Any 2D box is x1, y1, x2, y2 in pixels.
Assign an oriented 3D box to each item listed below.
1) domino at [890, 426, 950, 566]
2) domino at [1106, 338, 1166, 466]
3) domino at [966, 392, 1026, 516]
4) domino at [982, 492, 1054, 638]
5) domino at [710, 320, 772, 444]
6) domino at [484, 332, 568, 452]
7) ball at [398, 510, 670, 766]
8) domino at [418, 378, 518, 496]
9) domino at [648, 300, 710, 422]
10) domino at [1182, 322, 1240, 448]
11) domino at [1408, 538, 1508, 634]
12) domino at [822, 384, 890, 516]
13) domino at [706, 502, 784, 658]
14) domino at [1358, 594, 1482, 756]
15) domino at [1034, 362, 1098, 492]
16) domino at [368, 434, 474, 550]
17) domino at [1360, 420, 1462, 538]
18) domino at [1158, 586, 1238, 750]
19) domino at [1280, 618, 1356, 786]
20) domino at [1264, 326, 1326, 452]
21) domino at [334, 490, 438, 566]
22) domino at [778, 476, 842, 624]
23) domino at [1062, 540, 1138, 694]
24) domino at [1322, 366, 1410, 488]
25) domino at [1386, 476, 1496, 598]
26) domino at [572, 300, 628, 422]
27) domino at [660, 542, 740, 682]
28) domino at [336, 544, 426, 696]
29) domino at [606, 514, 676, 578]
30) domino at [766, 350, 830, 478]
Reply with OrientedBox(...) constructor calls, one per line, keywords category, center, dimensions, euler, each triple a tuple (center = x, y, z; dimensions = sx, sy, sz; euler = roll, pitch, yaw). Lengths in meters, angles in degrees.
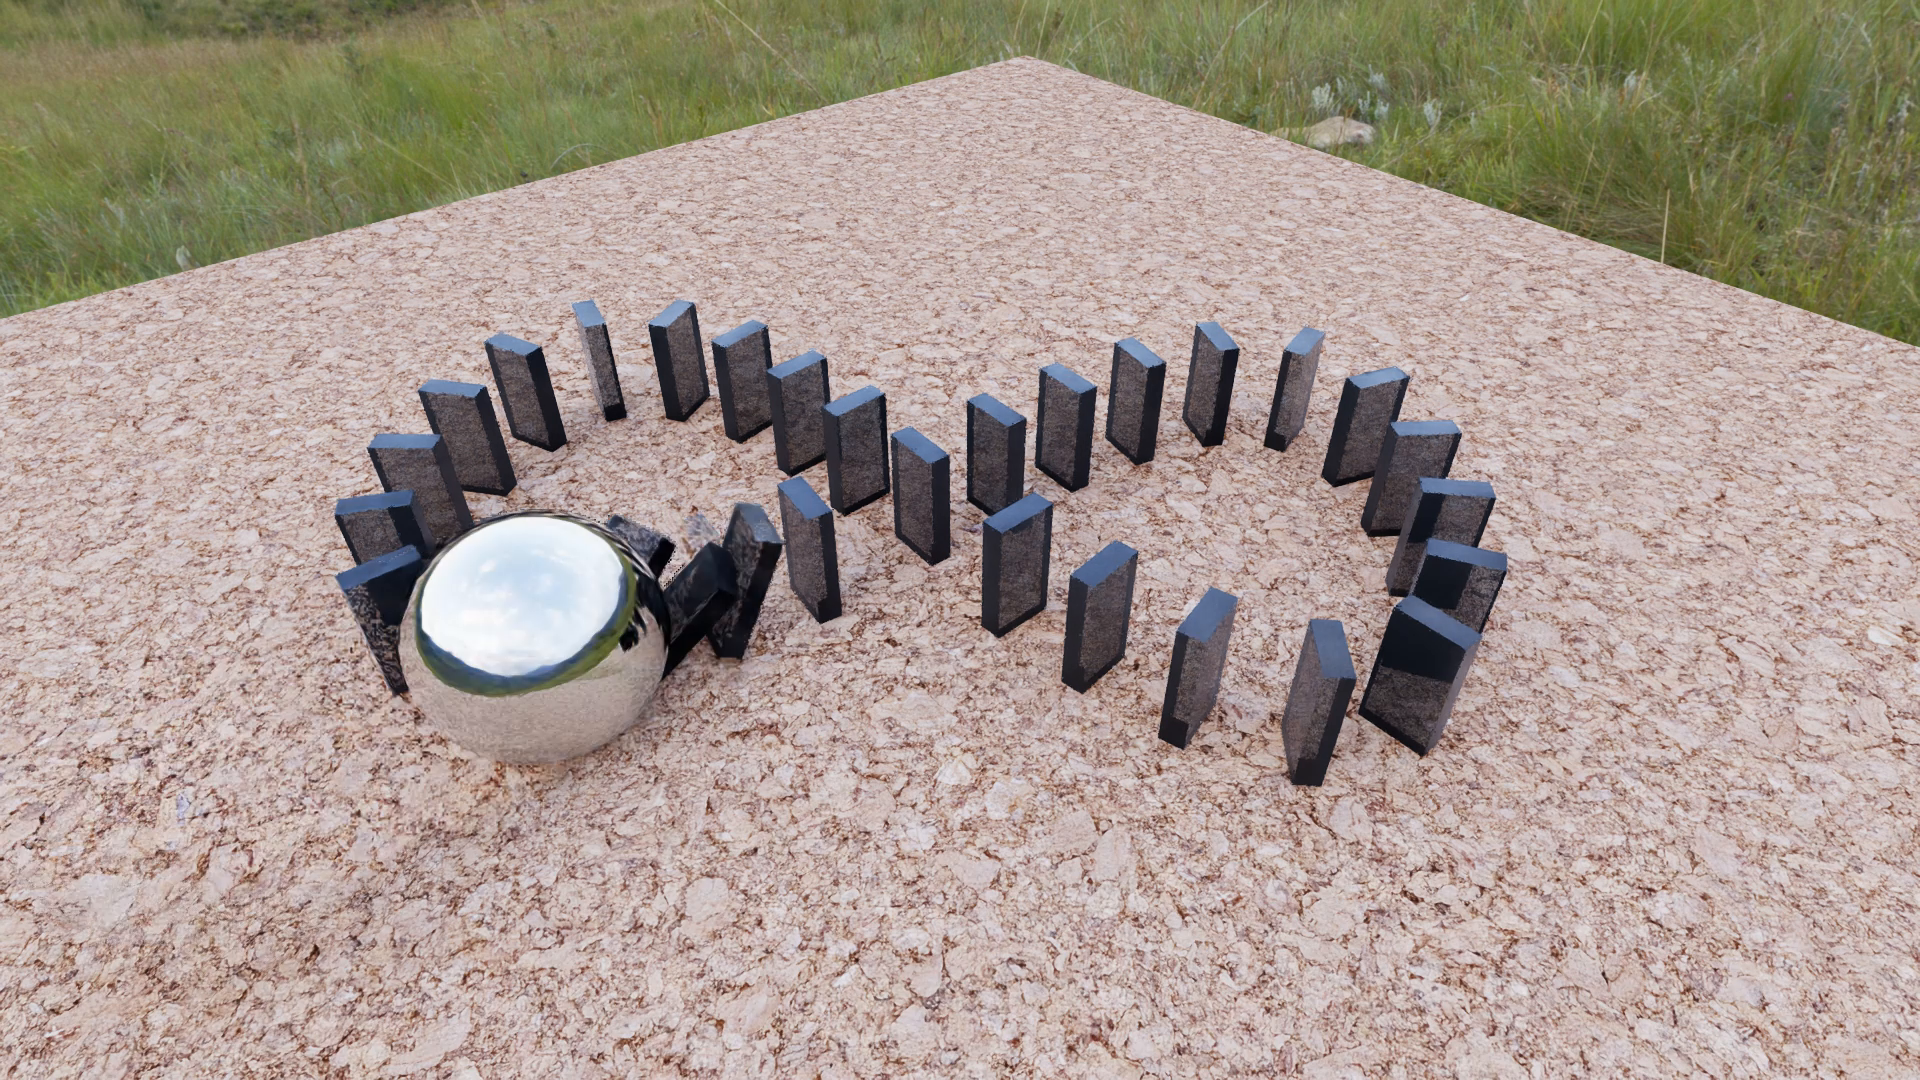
OrientedBox(category="domino", center=(-0.015, -0.017, 0.432), dimensions=(0.009, 0.050, 0.025), euler=(-26, 46, -28))
OrientedBox(category="domino", center=(0.077, -0.061, 0.486), dimensions=(0.010, 0.050, 0.025), euler=(-18, 43, -21))
OrientedBox(category="domino", center=(0.014, -0.032, 0.451), dimensions=(0.009, 0.050, 0.025), euler=(-28, 47, -30))
OrientedBox(category="domino", center=(0.020, 0.010, 0.400), dimensions=(0.025, 0.050, 0.009), euler=(-29, 48, -31))
OrientedBox(category="domino", center=(-0.097, -0.071, 0.499), dimensions=(0.009, 0.050, 0.025), euler=(27, 46, 29))
OrientedBox(category="domino", center=(-0.194, -0.065, 0.491), dimensions=(0.025, 0.050, 0.009), euler=(20, 43, 22))
OrientedBox(category="ball", center=(-0.133, 0.031, 0.348), dimensions=(0.080, 0.080, 0.080), euler=(0, 39, 0))
OrientedBox(category="domino", center=(-0.207, -0.043, 0.463), dimensions=(0.025, 0.050, 0.009), euler=(7, 40, 9))
OrientedBox(category="domino", center=(-0.130, -0.083, 0.513), dimensions=(0.010, 0.050, 0.025), euler=(12, 41, 15))
OrientedBox(category="domino", center=(0.113, -0.070, 0.497), dimensions=(0.010, 0.050, 0.025), euler=(-9, 40, -11))
OrientedBox(category="domino", center=(0.169, 0.024, 0.382), dimensions=(0.025, 0.050, 0.009), euler=(14, 41, 16))
OrientedBox(category="domino", center=(-0.043, -0.037, 0.456), dimensions=(0.025, 0.050, 0.010), euler=(-30, 48, -32))
OrientedBox(category="domino", center=(-0.079, 0.015, 0.393), dimensions=(0.009, 0.050, 0.025), euler=(5, 30, -35))
OrientedBox(category="domino", center=(0.148, 0.044, 0.357), dimensions=(0.010, 0.050, 0.025), euler=(-28, 47, -30))
OrientedBox(category="domino", center=(0.045, -0.048, 0.470), dimensions=(0.009, 0.050, 0.025), euler=(-25, 46, -28))
OrientedBox(category="domino", center=(-0.211, -0.018, 0.434), dimensions=(0.025, 0.050, 0.009), euler=(1, 39, 1))
OrientedBox(category="domino", center=(0.180, -0.024, 0.441), dimensions=(0.025, 0.050, 0.010), euler=(-2, 39, -3))
OrientedBox(category="domino", center=(0.078, 0.042, 0.360), dimensions=(0.009, 0.050, 0.025), euler=(24, 45, 26))
OrientedBox(category="domino", center=(0.113, 0.052, 0.348), dimensions=(0.009, 0.050, 0.025), euler=(3, 39, 4))
OrientedBox(category="domino", center=(0.150, -0.067, 0.493), dimensions=(0.009, 0.050, 0.025), euler=(23, 45, 26))
OrientedBox(category="domino", center=(-0.207, 0.006, 0.404), dimensions=(0.025, 0.050, 0.010), euler=(-9, 40, -11))
OrientedBox(category="domino", center=(-0.055, 0.004, 0.406), dimensions=(0.009, 0.050, 0.025), euler=(-22, 44, -25))
OrientedBox(category="domino", center=(0.048, 0.027, 0.379), dimensions=(0.009, 0.050, 0.025), euler=(30, 48, 31))
OrientedBox(category="domino", center=(0.173, -0.048, 0.470), dimensions=(0.025, 0.050, 0.009), euler=(-15, 42, -17))
OrientedBox(category="domino", center=(0.179, 0.000, 0.411), dimensions=(0.025, 0.050, 0.010), euler=(5, 40, 6))
OrientedBox(category="domino", center=(-0.168, -0.083, 0.513), dimensions=(0.009, 0.050, 0.025), euler=(-18, 43, -21))
OrientedBox(category="domino", center=(-0.098, 0.027, 0.385), dimensions=(0.010, 0.050, 0.025), euler=(32, 22, -37))
OrientedBox(category="domino", center=(-0.191, 0.028, 0.377), dimensions=(0.025, 0.050, 0.009), euler=(-28, 47, -30))
OrientedBox(category="domino", center=(-0.127, 0.018, 0.400), dimensions=(0.025, 0.009, 0.050), euler=(22, 78, 24))
OrientedBox(category="domino", center=(-0.069, -0.055, 0.478), dimensions=(0.025, 0.050, 0.010), euler=(-31, 49, -32))
